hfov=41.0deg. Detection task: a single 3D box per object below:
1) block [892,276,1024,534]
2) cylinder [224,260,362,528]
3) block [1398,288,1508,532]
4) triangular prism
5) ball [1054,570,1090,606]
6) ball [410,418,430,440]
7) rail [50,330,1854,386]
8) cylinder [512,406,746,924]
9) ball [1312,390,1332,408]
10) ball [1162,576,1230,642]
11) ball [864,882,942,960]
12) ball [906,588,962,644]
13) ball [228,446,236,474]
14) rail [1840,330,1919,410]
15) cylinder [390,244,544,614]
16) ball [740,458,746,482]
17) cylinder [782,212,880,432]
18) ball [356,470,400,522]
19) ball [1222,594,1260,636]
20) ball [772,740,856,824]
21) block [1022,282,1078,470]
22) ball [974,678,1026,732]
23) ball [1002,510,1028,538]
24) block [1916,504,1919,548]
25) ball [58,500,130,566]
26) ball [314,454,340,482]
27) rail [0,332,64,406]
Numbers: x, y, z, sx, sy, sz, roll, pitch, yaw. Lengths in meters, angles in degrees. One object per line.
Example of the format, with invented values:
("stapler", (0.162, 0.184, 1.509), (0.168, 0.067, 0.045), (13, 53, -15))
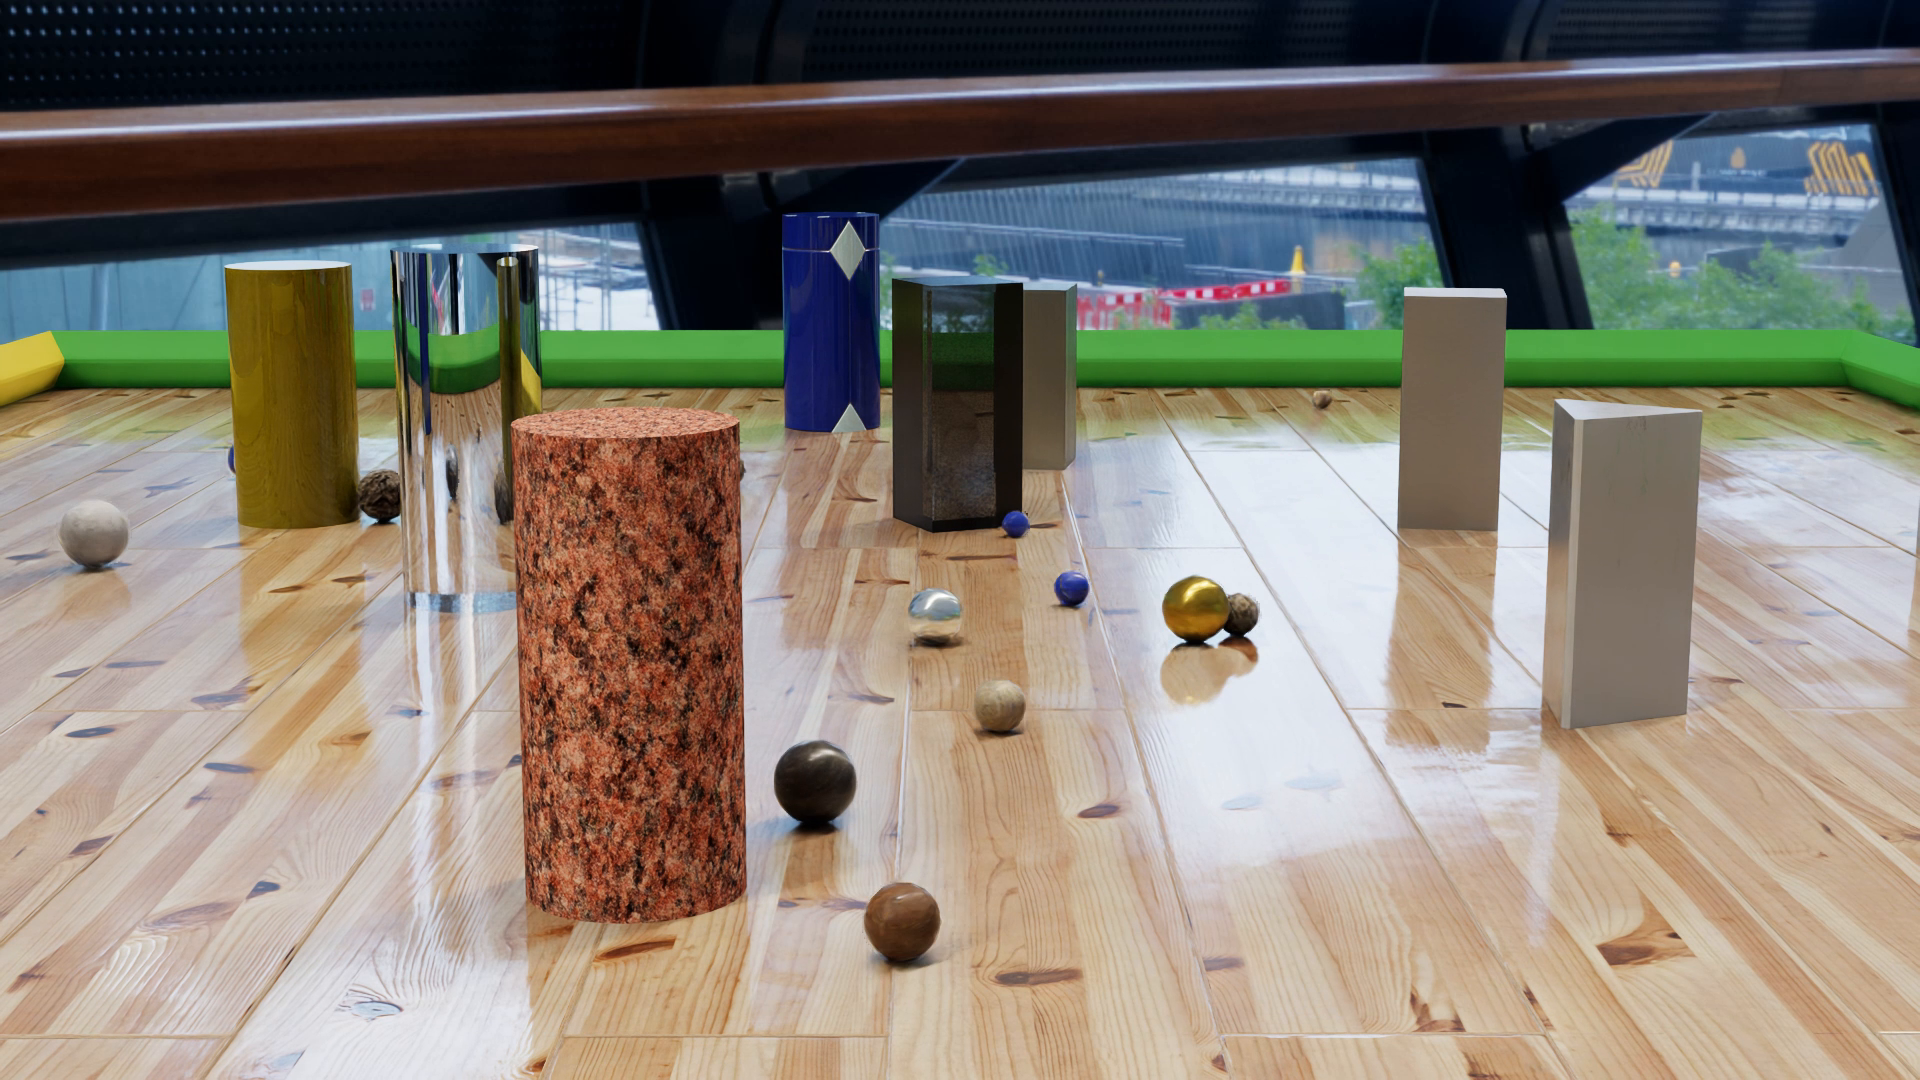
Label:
("block", (-0.005, -0.221, 4.109), (0.157, 0.389, 0.157), (-5, 12, -24))
("cylinder", (-1.073, -0.237, 4.136), (0.197, 0.411, 0.197), (0, 10, 0))
("block", (0.786, -0.212, 4.112), (0.157, 0.370, 0.157), (2, 11, 9))
("triangular prism", (0.719, 0.021, 2.919), (0.170, 0.347, 0.148), (-5, 12, -24))
("ball", (0.152, 0.066, 3.495), (0.048, 0.048, 0.048), (0, 10, 0))
("ball", (-1.063, -0.219, 5.049), (0.042, 0.042, 0.042), (0, 10, 0))
("rail", (-0.014, -0.412, 5.849), (4.123, 0.128, 0.045), (0, 10, 0))
("cylinder", (-0.290, 0.105, 2.262), (0.197, 0.421, 0.197), (0, 10, 0))
("ball", (0.776, -0.301, 5.500), (0.040, 0.040, 0.040), (0, 10, 0))
("ball", (0.301, 0.088, 3.275), (0.086, 0.086, 0.086), (0, 10, 0))
("ball", (-0.047, 0.314, 2.114), (0.064, 0.064, 0.064), (0, 10, 0))
("ball", (-0.032, 0.097, 3.266), (0.071, 0.071, 0.071), (0, 10, 0))
("ball", (-1.268, -0.144, 4.568), (0.070, 0.070, 0.070), (0, 10, 0))
("rail", (2.038, 0.031, 3.460), (0.045, 0.128, 4.929), (0, 10, 0))
("cylinder", (-0.669, -0.157, 3.505), (0.197, 0.482, 0.197), (0, 10, 0))
("ball", (-0.406, -0.122, 4.469), (0.064, 0.064, 0.064), (0, 10, 0))
("cylinder", (-0.260, -0.445, 5.207), (0.197, 0.429, 0.197), (0, 10, 0))
("ball", (-0.932, -0.072, 4.144), (0.084, 0.084, 0.084), (0, 10, 0))
("ball", (0.359, 0.096, 3.314), (0.055, 0.055, 0.055), (0, 10, 0))
("ball", (-0.141, 0.235, 2.492), (0.082, 0.082, 0.082), (0, 10, 0))
("block", (0.127, -0.304, 4.727), (0.157, 0.327, 0.157), (2, 11, 10))
("ball", (0.044, 0.183, 2.835), (0.059, 0.059, 0.059), (0, 10, 0))
("ball", (0.087, -0.025, 4.005), (0.041, 0.041, 0.041), (0, 10, 0))
("block", (1.550, -0.096, 3.837), (0.157, 0.241, 0.157), (-1, 11, -5))
("ball", (-1.271, -0.010, 3.766), (0.098, 0.098, 0.098), (0, 10, 0))
("ball", (-1.120, -0.127, 4.540), (0.047, 0.047, 0.047), (0, 10, 0))
("rail", (-2.038, 0.035, 3.437), (0.045, 0.128, 4.929), (0, 10, 0))
